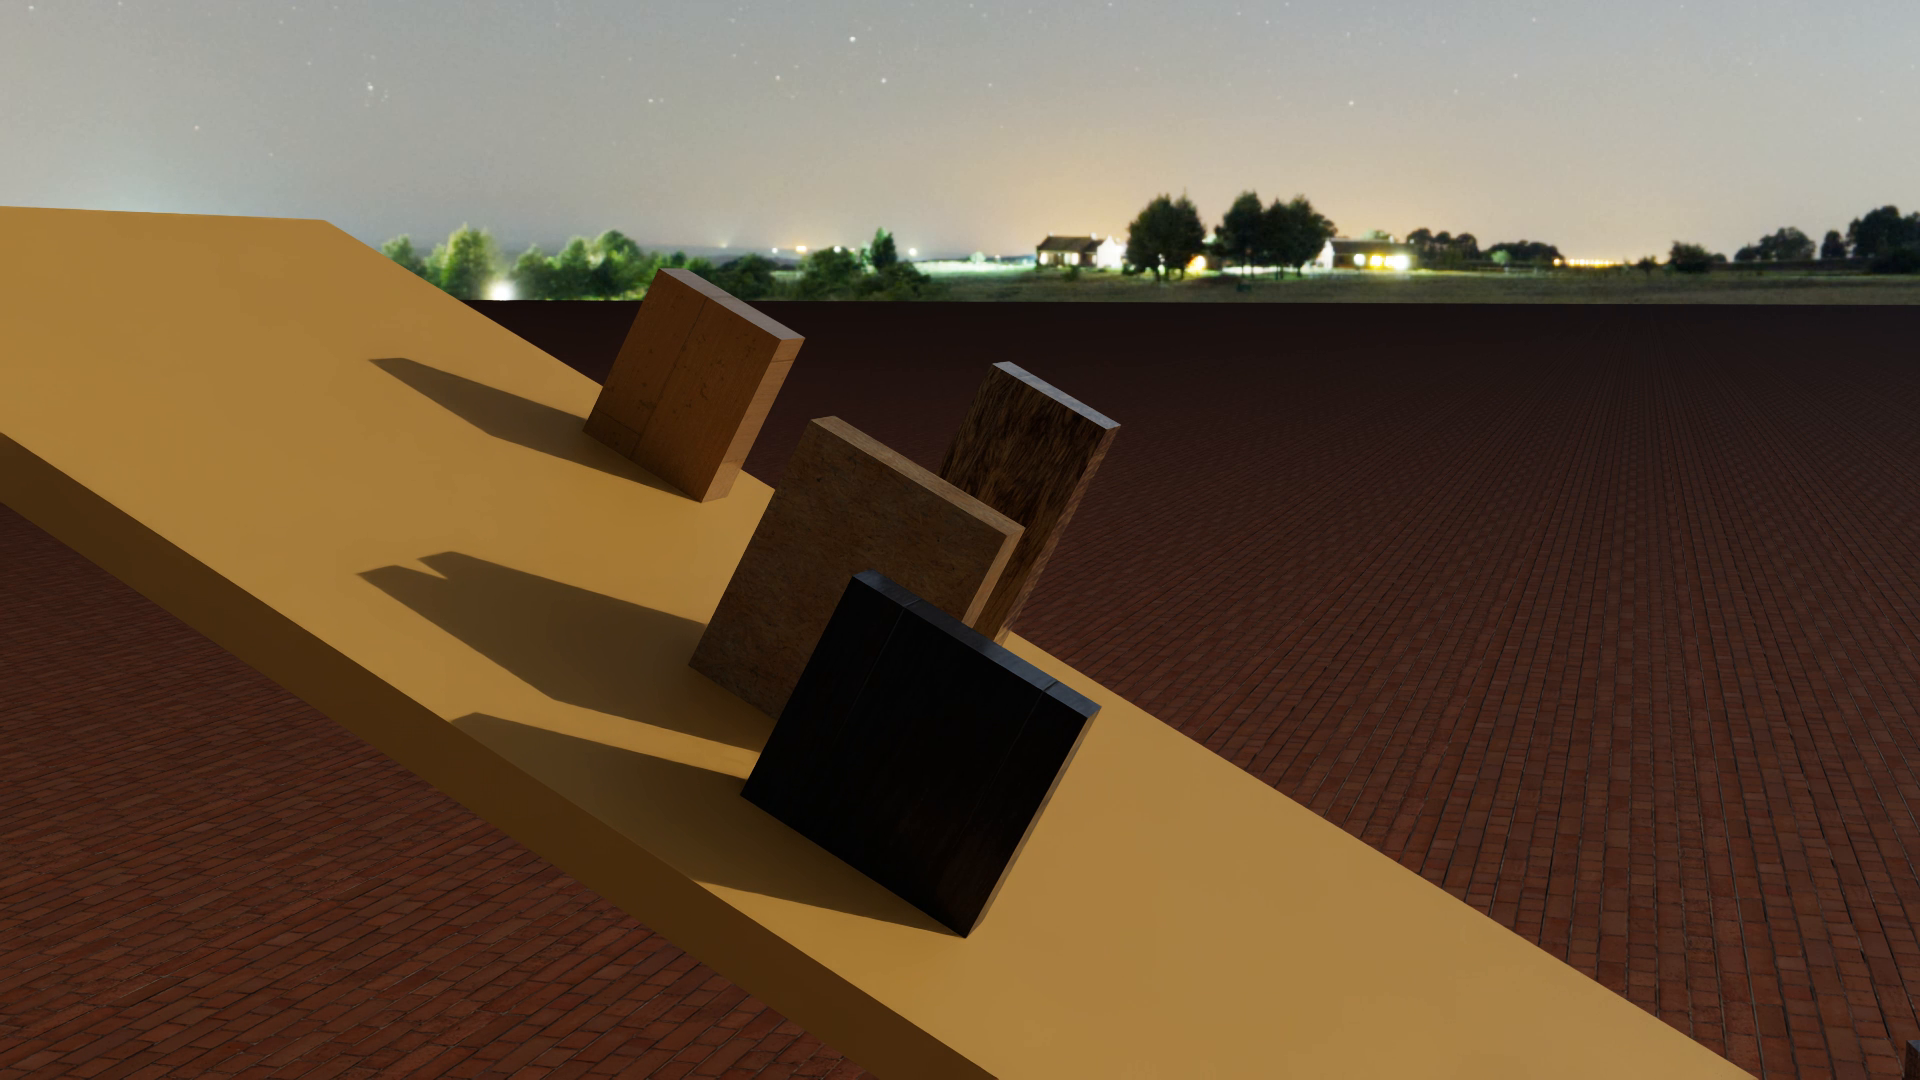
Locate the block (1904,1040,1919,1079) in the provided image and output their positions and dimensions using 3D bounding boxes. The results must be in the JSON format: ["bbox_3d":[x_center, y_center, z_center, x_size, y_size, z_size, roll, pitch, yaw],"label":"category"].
[{"bbox_3d":[2.140,1.191,4.673,0.194,0.194,0.194,1,7,4],"label":"block"}]

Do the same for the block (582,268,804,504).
[{"bbox_3d":[-0.592,-0.345,4.882,0.324,0.408,0.143,31,14,12],"label":"block"}]

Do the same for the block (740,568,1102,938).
[{"bbox_3d":[-0.066,0.333,3.459,0.427,0.410,0.091,31,14,12],"label":"block"}]

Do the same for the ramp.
[{"bbox_3d":[-0.215,0.357,4.144,4.000,0.100,2.000,31,14,12],"label":"ramp"}]

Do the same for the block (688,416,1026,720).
[{"bbox_3d":[-0.185,0.101,3.869,0.401,0.501,0.119,31,14,12],"label":"block"}]

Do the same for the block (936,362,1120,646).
[{"bbox_3d":[0.026,0.023,4.164,0.247,0.682,0.117,31,14,12],"label":"block"}]
